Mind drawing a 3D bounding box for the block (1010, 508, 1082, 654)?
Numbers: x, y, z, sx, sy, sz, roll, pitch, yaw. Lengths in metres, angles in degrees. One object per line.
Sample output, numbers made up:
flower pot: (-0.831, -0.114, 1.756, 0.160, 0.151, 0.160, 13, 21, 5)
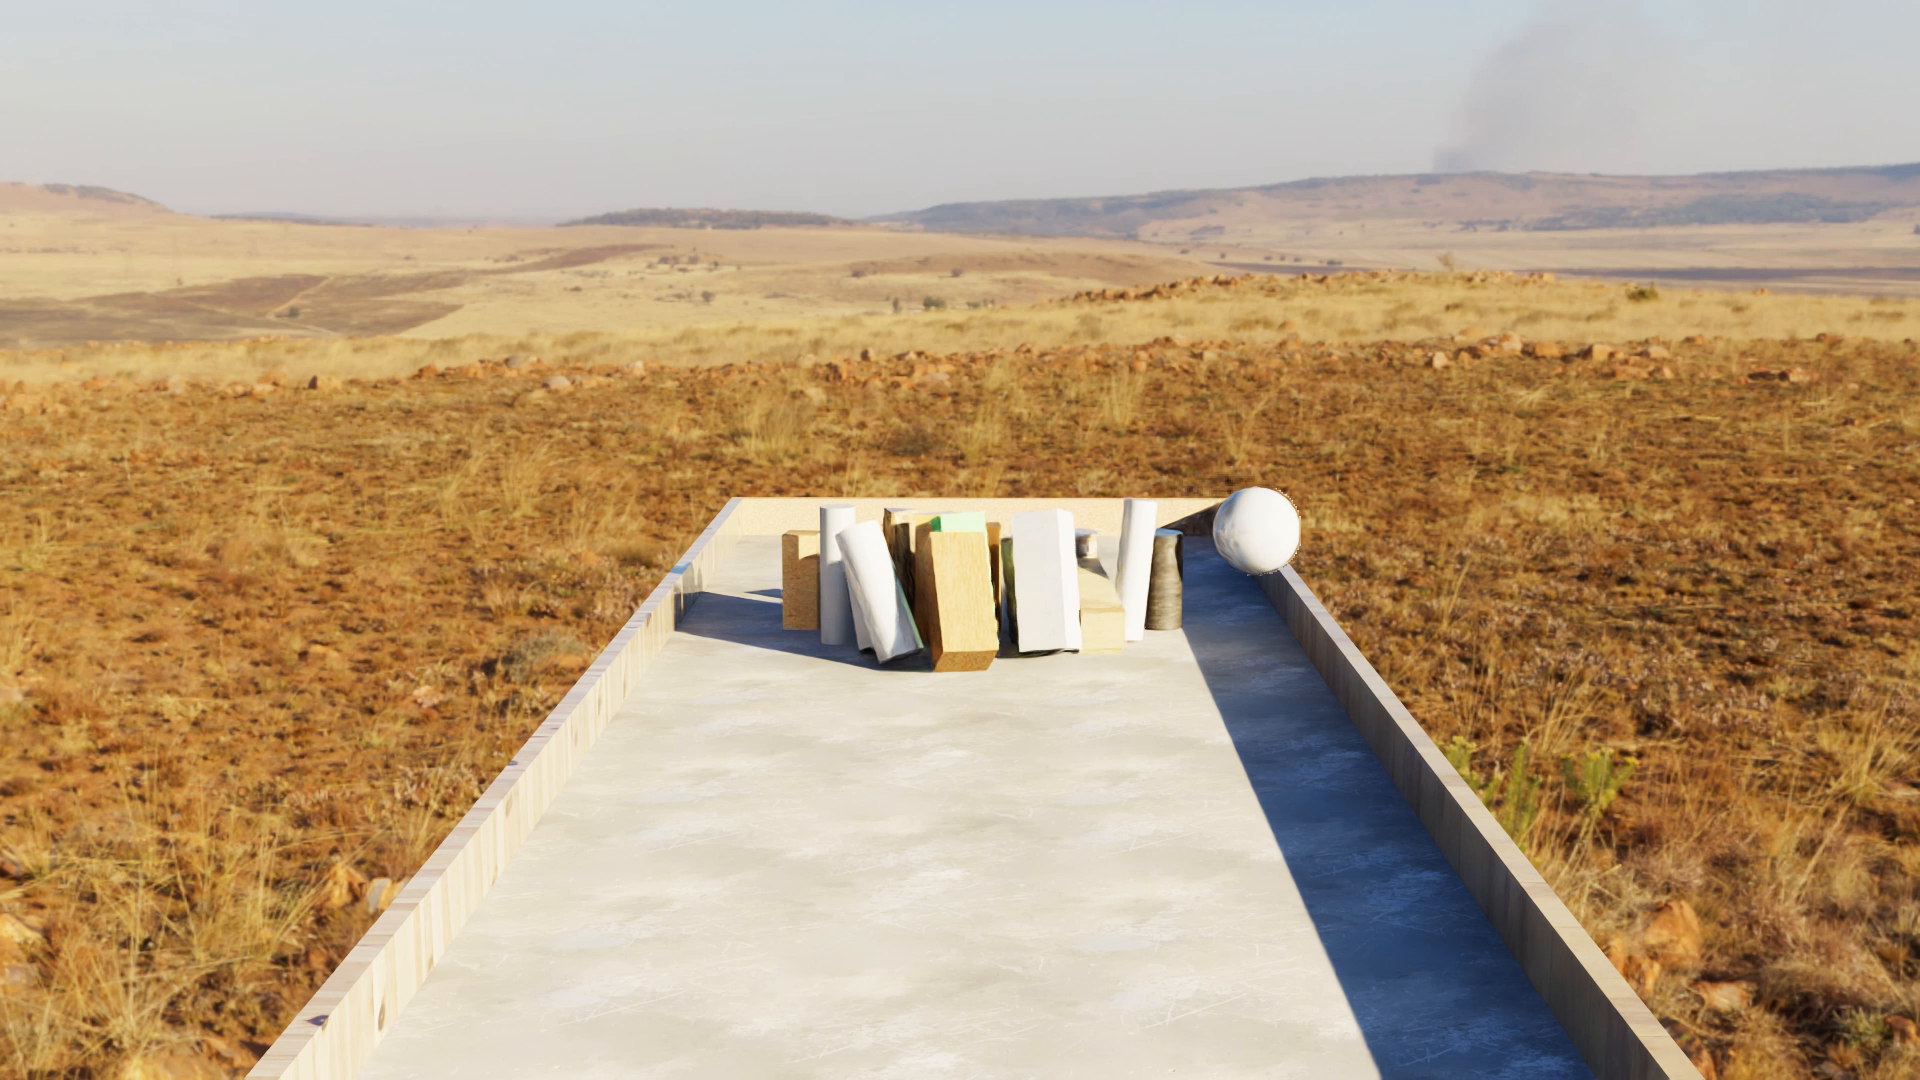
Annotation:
block: (0.265, 0.128, 6.724, 0.151, 0.422, 0.151, -6, -7, 21)

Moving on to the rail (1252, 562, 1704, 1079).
rail: (1.046, 0.843, 3.208, 0.050, 0.150, 12.000, 0, 9, 1)

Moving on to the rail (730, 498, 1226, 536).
rail: (0.099, -0.098, 9.147, 2.100, 0.150, 0.050, 0, 9, 1)

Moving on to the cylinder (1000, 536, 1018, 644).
cylinder: (0.216, 0.152, 6.933, 0.148, 0.331, 0.148, -6, 4, 0)

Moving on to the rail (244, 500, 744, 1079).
rail: (-1.004, 0.839, 3.234, 0.050, 0.150, 12.000, 0, 9, 1)

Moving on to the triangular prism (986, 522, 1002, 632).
triangular prism: (0.098, 0.116, 7.186, 0.136, 0.341, 0.118, 4, 10, 26)

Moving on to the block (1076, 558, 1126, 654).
block: (0.408, 0.205, 6.958, 0.138, 0.138, 0.424, -1, 23, -9)

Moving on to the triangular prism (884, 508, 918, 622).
triangular prism: (-0.211, 0.093, 7.177, 0.100, 0.391, 0.116, 9, 12, 44)

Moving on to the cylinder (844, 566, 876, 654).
cylinder: (-0.266, 0.186, 6.765, 0.140, 0.304, 0.140, -10, -13, -2)

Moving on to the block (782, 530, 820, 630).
block: (-0.513, 0.130, 7.193, 0.114, 0.312, 0.114, 1, 9, 8)

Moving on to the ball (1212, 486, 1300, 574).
ball: (0.954, -0.031, 7.079, 0.279, 0.279, 0.279, 0, 9, 0)

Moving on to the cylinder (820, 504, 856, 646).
cylinder: (-0.385, 0.108, 6.944, 0.113, 0.433, 0.113, 0, 9, 0)

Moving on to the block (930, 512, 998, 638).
block: (0.014, 0.130, 6.768, 0.138, 0.418, 0.138, -6, -2, -13)

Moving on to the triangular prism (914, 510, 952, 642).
triangular prism: (-0.052, 0.116, 6.977, 0.140, 0.407, 0.121, 5, 10, 27)

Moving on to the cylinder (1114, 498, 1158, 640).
cylinder: (0.550, 0.093, 6.978, 0.107, 0.440, 0.107, 6, 3, 0)

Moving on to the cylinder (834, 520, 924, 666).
cylinder: (-0.243, 0.159, 6.629, 0.142, 0.413, 0.142, -20, -11, -4)

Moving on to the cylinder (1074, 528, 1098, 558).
cylinder: (0.373, 0.124, 7.250, 0.159, 0.306, 0.159, 0, 9, 0)

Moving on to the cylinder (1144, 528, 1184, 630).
cylinder: (0.654, 0.129, 7.196, 0.148, 0.312, 0.148, 0, 9, 0)

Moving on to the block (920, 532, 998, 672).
block: (-0.003, 0.183, 6.541, 0.163, 0.381, 0.163, -1, -25, -12)
